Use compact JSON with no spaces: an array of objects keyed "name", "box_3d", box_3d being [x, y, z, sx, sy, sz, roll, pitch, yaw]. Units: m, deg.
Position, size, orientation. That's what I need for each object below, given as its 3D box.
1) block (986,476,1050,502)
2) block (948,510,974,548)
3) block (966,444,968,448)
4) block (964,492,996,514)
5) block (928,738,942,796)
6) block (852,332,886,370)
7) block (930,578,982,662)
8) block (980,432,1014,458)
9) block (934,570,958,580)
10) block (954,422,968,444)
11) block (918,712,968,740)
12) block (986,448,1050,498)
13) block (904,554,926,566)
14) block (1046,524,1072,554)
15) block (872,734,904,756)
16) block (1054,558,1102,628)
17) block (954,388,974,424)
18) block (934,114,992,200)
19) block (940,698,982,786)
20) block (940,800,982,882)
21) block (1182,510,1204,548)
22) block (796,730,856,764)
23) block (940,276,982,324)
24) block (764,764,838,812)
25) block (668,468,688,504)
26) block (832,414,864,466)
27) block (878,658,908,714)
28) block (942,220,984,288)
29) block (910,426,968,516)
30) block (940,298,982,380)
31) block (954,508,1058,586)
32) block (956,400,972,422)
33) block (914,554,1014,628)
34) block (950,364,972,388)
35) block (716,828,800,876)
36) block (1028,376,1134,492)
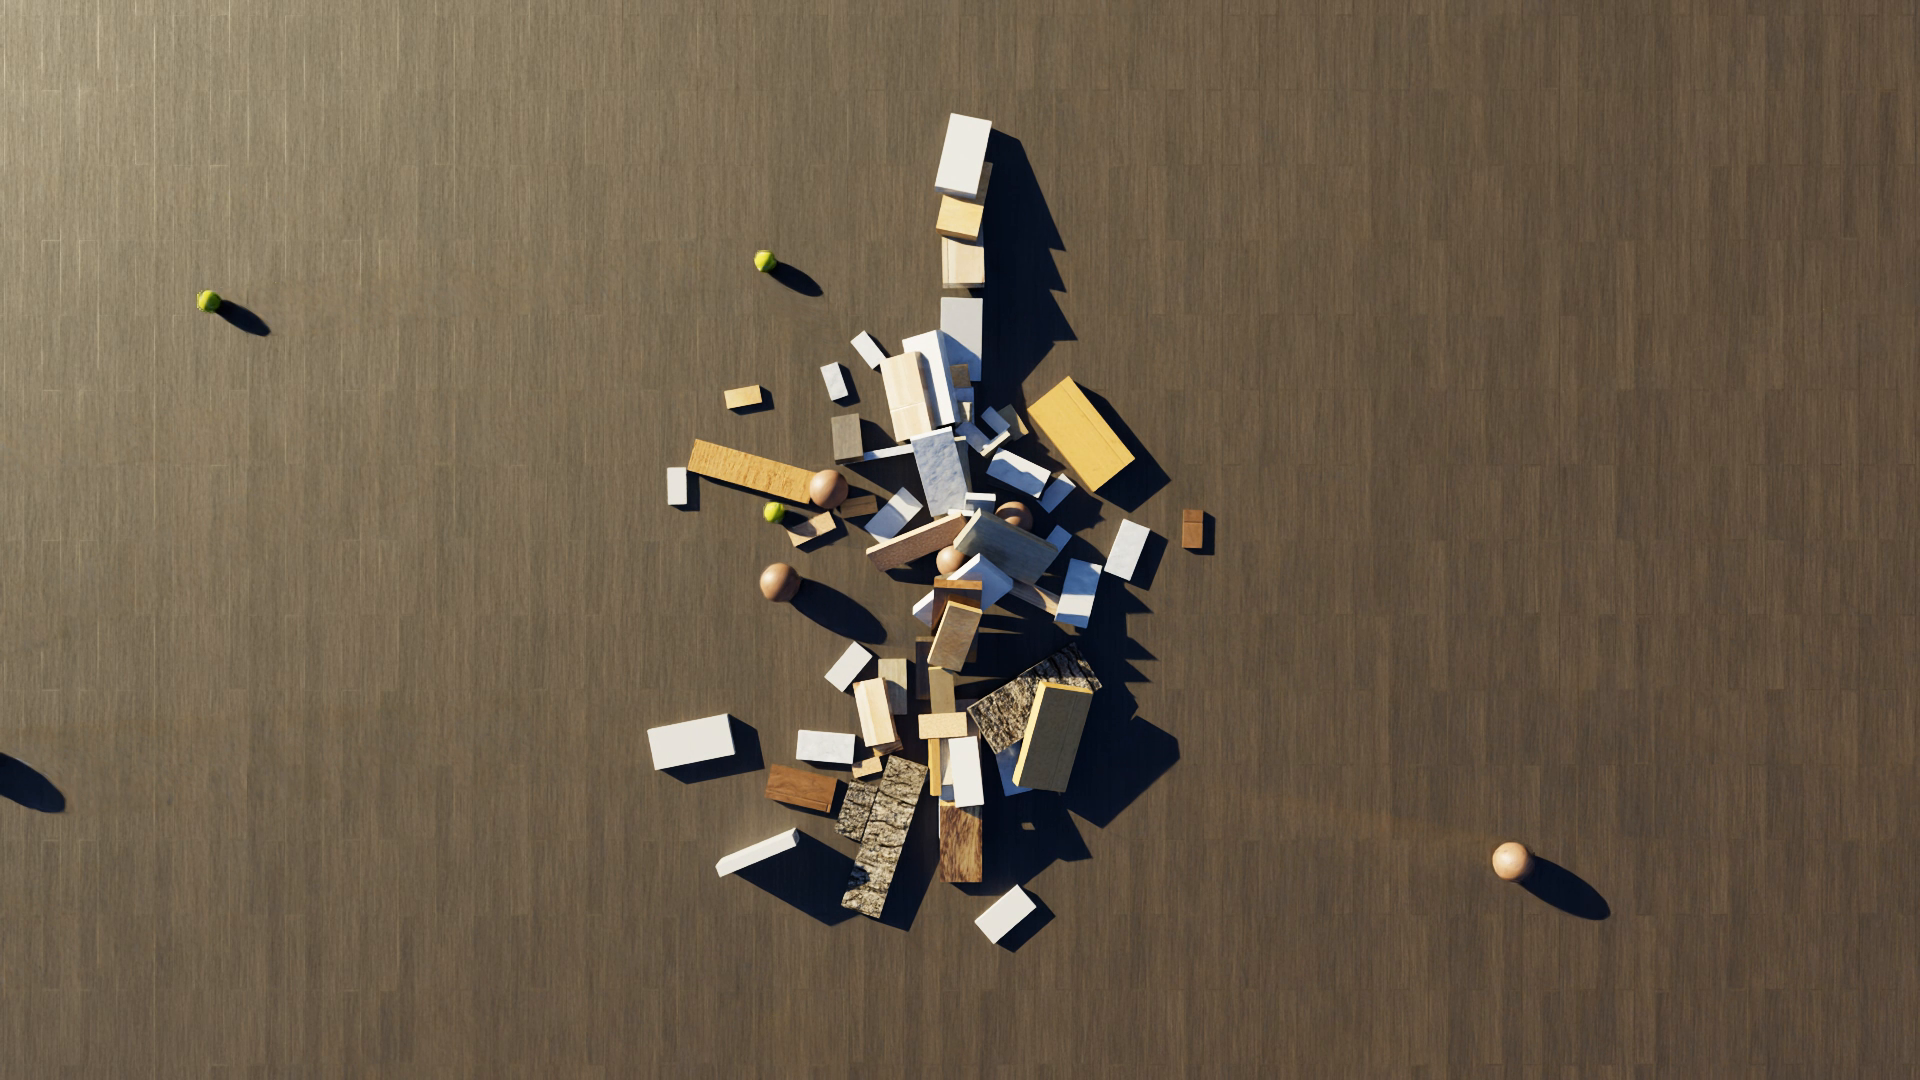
[{"name":"block","box_3d":[0.194,-0.201,5.477,0.191,0.027,0.095,17,87,5]},{"name":"block","box_3d":[0.003,-0.036,5.428,0.082,0.164,0.023,4,50,3]},{"name":"block","box_3d":[-0.001,-0.276,5.493,0.046,0.013,0.093,9,90,0]},{"name":"block","box_3d":[0.058,-0.080,5.415,0.095,0.191,0.027,3,50,-4]},{"name":"block","box_3d":[-0.085,0.748,5.445,0.026,0.092,0.185,-2,85,-9]},{"name":"block","box_3d":[-0.305,-0.632,5.492,0.058,0.016,0.116,-39,90,0]},{"name":"block","box_3d":[-0.015,0.266,5.389,0.154,0.044,0.309,3,127,-1]},{"name":"block","box_3d":[0.123,-0.314,5.463,0.113,0.057,0.016,-39,76,8]},{"name":"block","box_3d":[-0.015,0.175,5.426,0.082,0.023,0.164,-16,129,12]},{"name":"block","box_3d":[0.010,-0.368,5.478,0.046,0.013,0.093,9,109,-3]},{"name":"block","box_3d":[-0.057,0.612,5.431,0.156,0.022,0.078,-3,77,-1]},{"name":"block","box_3d":[0.194,-0.222,5.451,0.191,0.027,0.095,26,88,5]},{"name":"block","box_3d":[-0.128,0.011,5.469,0.164,0.023,0.082,-29,90,14]},{"name":"block","box_3d":[0.312,0.016,5.491,0.062,0.017,0.123,37,90,0]},{"name":"block","box_3d":[-0.242,0.686,5.493,0.095,0.014,0.048,-17,90,0]},{"name":"block","box_3d":[0.392,0.177,5.471,0.107,0.030,0.213,15,83,-1]},{"name":"block","box_3d":[0.014,-0.442,5.467,0.064,0.018,0.129,-1,112,1]},{"name":"block","box_3d":[0.011,-1.266,5.442,0.137,0.039,0.274,12,73,0]},{"name":"block","box_3d":[-0.001,0.667,5.450,0.138,0.039,0.276,-3,77,-1]},{"name":"block","box_3d":[0.003,0.995,5.443,0.138,0.039,0.276,0,106,0]},{"name":"block","box_3d":[0.775,-0.037,5.491,0.063,0.018,0.126,2,90,0]},{"name":"block","box_3d":[-0.446,0.688,5.487,0.187,0.027,0.094,5,90,0]},{"name":"block","box_3d":[0.004,-0.847,5.481,0.135,0.038,0.270,1,90,0]},{"name":"block","box_3d":[-0.528,0.824,5.484,0.222,0.031,0.111,13,90,0]},{"name":"block","box_3d":[-0.941,-0.180,5.491,0.061,0.017,0.121,-1,90,0]},{"name":"block","box_3d":[-0.371,-0.333,5.431,0.094,0.027,0.187,-9,52,1]},{"name":"block","box_3d":[-0.223,0.487,5.487,0.092,0.026,0.184,-1,90,0]},{"name":"block","box_3d":[0.009,-0.963,5.436,0.135,0.038,0.270,-1,73,-1]},{"name":"block","box_3d":[-0.061,-0.222,5.377,0.137,0.039,0.274,-14,112,3]},{"name":"block","box_3d":[0.004,-0.664,5.453,0.135,0.038,0.270,1,102,0]},{"name":"block","box_3d":[0.151,0.025,5.389,0.309,0.044,0.154,26,119,-22]},{"name":"block","box_3d":[-0.018,-0.430,5.446,0.129,0.018,0.064,13,109,32]},{"name":"block","box_3d":[0.009,0.187,5.385,0.154,0.044,0.309,38,118,-24]},{"name":"block","box_3d":[0.003,-0.517,5.457,0.064,0.018,0.129,-9,112,4]},{"name":"block","box_3d":[-0.664,1.028,5.433,0.267,0.134,0.038,-22,90,0]},{"name":"block","box_3d":[0.400,-0.351,5.475,0.175,0.050,0.350,-39,90,0]}]
